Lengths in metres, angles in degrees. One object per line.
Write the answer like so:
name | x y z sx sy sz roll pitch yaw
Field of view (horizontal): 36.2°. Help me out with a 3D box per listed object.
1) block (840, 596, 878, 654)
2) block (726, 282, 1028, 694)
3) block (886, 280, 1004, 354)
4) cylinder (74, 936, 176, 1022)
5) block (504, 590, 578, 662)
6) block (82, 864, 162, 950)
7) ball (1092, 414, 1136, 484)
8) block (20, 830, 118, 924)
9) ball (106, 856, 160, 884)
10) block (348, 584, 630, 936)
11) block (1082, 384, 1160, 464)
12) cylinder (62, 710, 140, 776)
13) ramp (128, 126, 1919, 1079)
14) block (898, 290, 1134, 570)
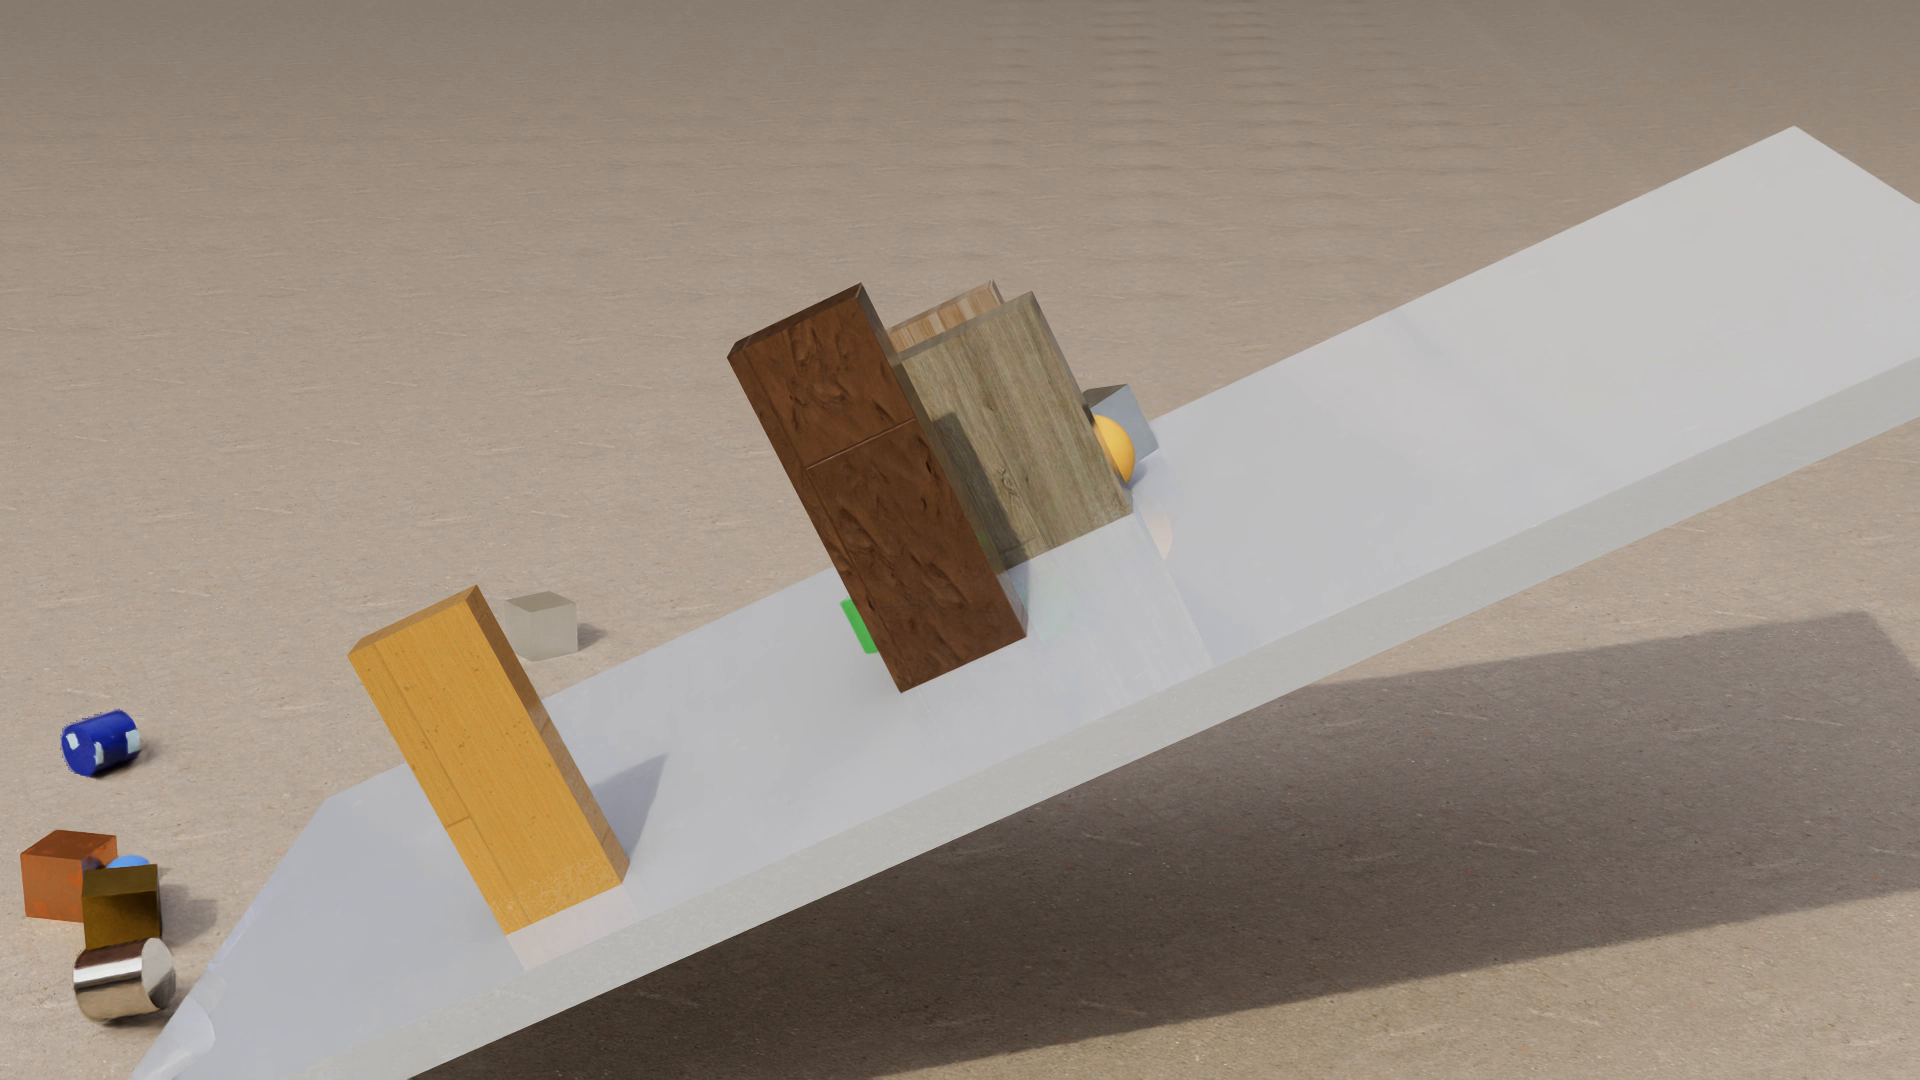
block | -0.150 0.152 6.391 0.131 0.131 0.131 -15 18 42
block | -0.160 -0.103 5.964 0.286 0.778 0.144 -25 13 9
block | 0.002 -0.265 6.790 0.424 0.538 0.082 -25 13 9
cylinder | -1.833 0.965 6.457 0.160 0.160 0.160 -12 14 9
block | -1.279 0.263 8.985 0.158 0.158 0.158 -12 20 -36
block | -1.956 0.872 6.869 0.167 0.167 0.167 -4 17 -13
ball | 0.297 -0.185 6.662 0.199 0.199 0.199 0 16 0
block | -2.143 0.810 7.092 0.162 0.162 0.162 4 17 14
ball | -1.995 0.828 7.068 0.140 0.140 0.140 0 16 0
block | -0.907 0.428 5.691 0.259 0.635 0.104 -25 13 9
block | 0.323 -0.245 6.901 0.171 0.171 0.171 -34 15 -27
cylinder | -2.337 0.553 8.005 0.146 0.146 0.146 11 20 34
ramp | 0.137 0.168 6.281 4.000 0.100 2.000 -25 13 9
block | 0.097 -0.226 6.492 0.384 0.523 0.123 -25 13 9
